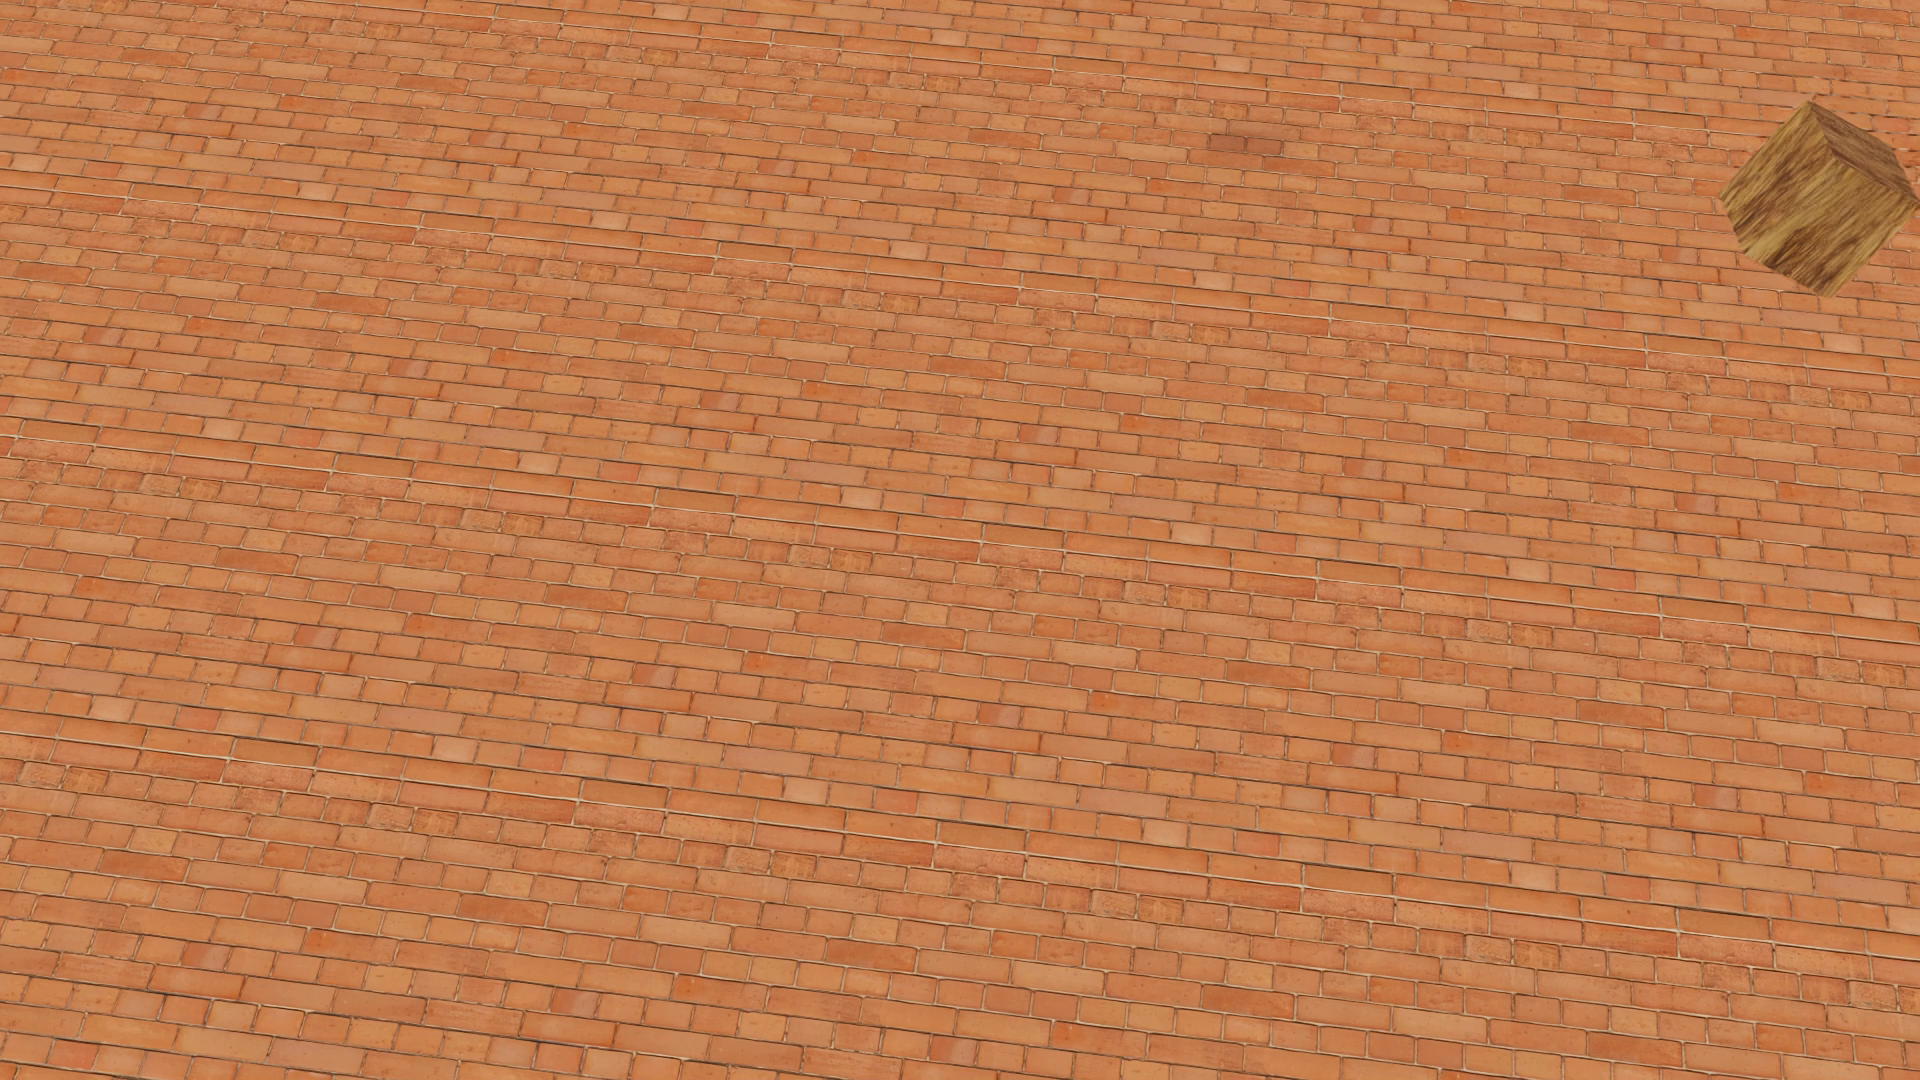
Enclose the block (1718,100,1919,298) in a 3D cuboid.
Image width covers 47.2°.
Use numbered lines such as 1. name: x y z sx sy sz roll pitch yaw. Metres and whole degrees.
1. block: 1.549 -0.615 3.972 0.201 0.230 0.196 22 40 -18
